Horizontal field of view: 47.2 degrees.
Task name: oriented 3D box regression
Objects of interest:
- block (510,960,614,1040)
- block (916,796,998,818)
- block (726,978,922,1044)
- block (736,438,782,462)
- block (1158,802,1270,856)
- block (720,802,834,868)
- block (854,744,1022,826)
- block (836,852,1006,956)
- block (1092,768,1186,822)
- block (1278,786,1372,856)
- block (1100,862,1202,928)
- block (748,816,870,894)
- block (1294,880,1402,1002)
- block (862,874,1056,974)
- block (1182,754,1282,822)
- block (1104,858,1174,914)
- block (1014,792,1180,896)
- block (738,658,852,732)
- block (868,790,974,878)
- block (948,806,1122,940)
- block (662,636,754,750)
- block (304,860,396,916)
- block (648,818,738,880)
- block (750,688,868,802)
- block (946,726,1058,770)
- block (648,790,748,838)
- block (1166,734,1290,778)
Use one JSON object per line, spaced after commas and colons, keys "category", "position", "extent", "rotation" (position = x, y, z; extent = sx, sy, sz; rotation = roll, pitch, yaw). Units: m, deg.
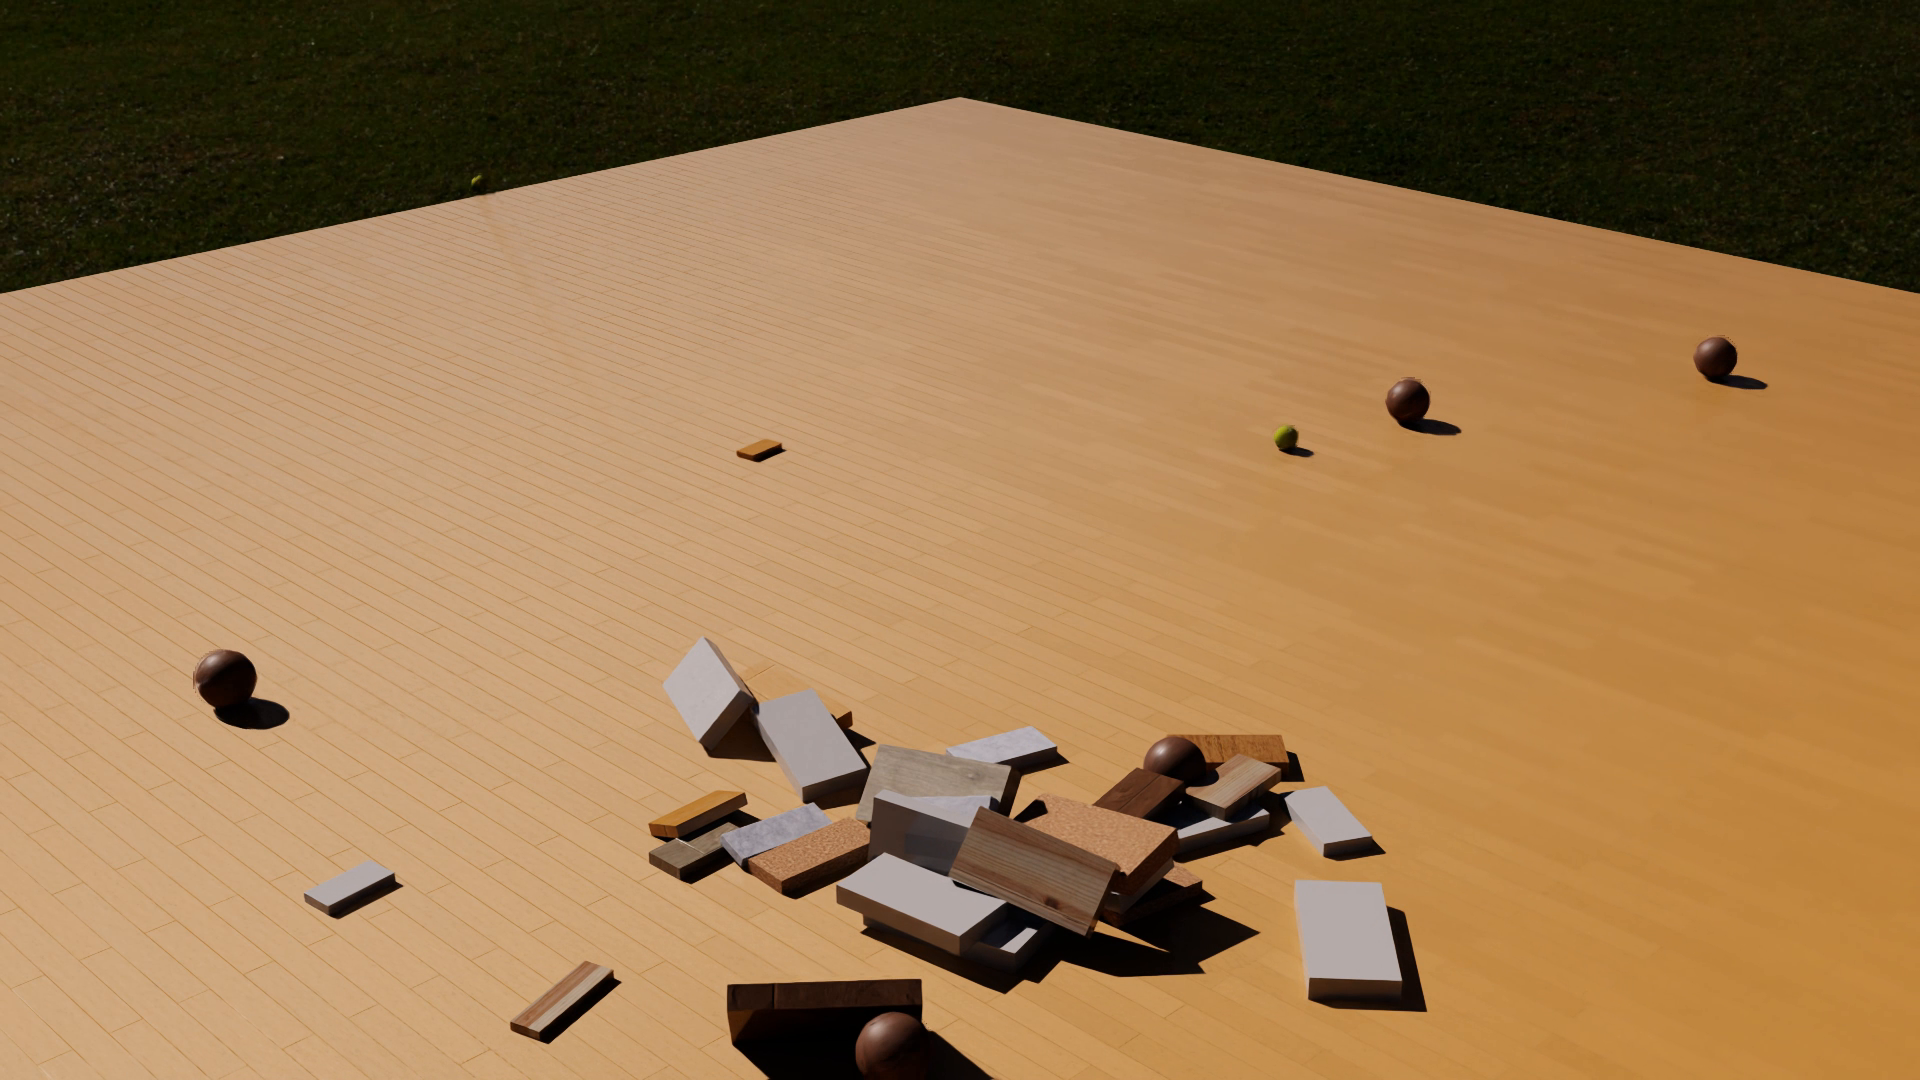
{"category": "block", "position": [-0.694, 0.803, 3.844], "extent": [0.063, 0.018, 0.210], "rotation": [12, 26, 26]}
{"category": "block", "position": [-0.031, 0.550, 4.241], "extent": [0.212, 0.106, 0.030], "rotation": [-5, -26, 31]}
{"category": "block", "position": [-0.225, 0.792, 3.692], "extent": [0.321, 0.161, 0.046], "rotation": [-1, 58, -3]}
{"category": "block", "position": [-0.579, -0.260, 6.352], "extent": [0.063, 0.018, 0.127], "rotation": [16, 28, 34]}
{"category": "block", "position": [0.480, 0.562, 4.391], "extent": [0.245, 0.035, 0.122], "rotation": [-11, 26, -25]}
{"category": "block", "position": [-0.358, 0.579, 4.332], "extent": [0.222, 0.022, 0.076], "rotation": [-15, 43, -37]}
{"category": "block", "position": [-0.044, 0.505, 4.325], "extent": [0.320, 0.160, 0.045], "rotation": [6, -22, 35]}
{"category": "block", "position": [-0.072, 0.664, 4.028], "extent": [0.284, 0.040, 0.142], "rotation": [16, 28, 34]}
{"category": "block", "position": [0.325, 0.543, 4.361], "extent": [0.122, 0.035, 0.245], "rotation": [13, 36, 43]}
{"category": "block", "position": [0.730, 0.561, 4.400], "extent": [0.104, 0.029, 0.208], "rotation": [-7, 24, -15]}
{"category": "block", "position": [0.345, 0.665, 4.157], "extent": [0.208, 0.029, 0.104], "rotation": [-15, 27, -32]}
{"category": "block", "position": [-0.280, 0.612, 4.279], "extent": [0.247, 0.030, 0.106], "rotation": [-19, 29, -37]}
{"category": "block", "position": [0.701, 0.725, 3.994], "extent": [0.161, 0.046, 0.321], "rotation": [1, 23, 3]}
{"category": "block", "position": [-0.001, 0.697, 4.059], "extent": [0.321, 0.046, 0.161], "rotation": [13, 26, 28]}
{"category": "block", "position": [0.551, 0.500, 4.456], "extent": [0.104, 0.029, 0.208], "rotation": [18, 29, 36]}
{"category": "block", "position": [0.231, 0.607, 4.186], "extent": [0.320, 0.045, 0.160], "rotation": [12, 36, 43]}
{"category": "block", "position": [0.238, 0.571, 4.150], "extent": [0.320, 0.045, 0.160], "rotation": [10, 35, 41]}
{"category": "block", "position": [-0.385, 0.362, 4.800], "extent": [0.144, 0.041, 0.289], "rotation": [-29, 40, -35]}
{"category": "block", "position": [-0.035, 0.583, 4.171], "extent": [0.284, 0.142, 0.040], "rotation": [15, 23, 22]}
{"category": "block", "position": [0.136, 0.607, 4.021], "extent": [0.284, 0.142, 0.040], "rotation": [20, -13, 23]}
{"category": "block", "position": [-0.553, 0.332, 4.807], "extent": [0.041, 0.144, 0.289], "rotation": [38, 3, -32]}
{"category": "block", "position": [-1.159, 0.660, 4.178], "extent": [0.076, 0.022, 0.152], "rotation": [18, 29, 36]}
{"category": "block", "position": [-0.510, 0.603, 4.306], "extent": [0.091, 0.026, 0.182], "rotation": [20, 30, 38]}
{"category": "block", "position": [-0.319, 0.428, 4.617], "extent": [0.144, 0.041, 0.289], "rotation": [-15, 38, -21]}
{"category": "block", "position": [0.088, 0.452, 4.657], "extent": [0.211, 0.030, 0.106], "rotation": [-12, 26, -27]}
{"category": "block", "position": [-0.524, 0.548, 4.402], "extent": [0.091, 0.026, 0.182], "rotation": [-3, 15, 46]}
{"category": "block", "position": [0.564, 0.455, 4.644], "extent": [0.245, 0.035, 0.122], "rotation": [0, 23, 0]}
